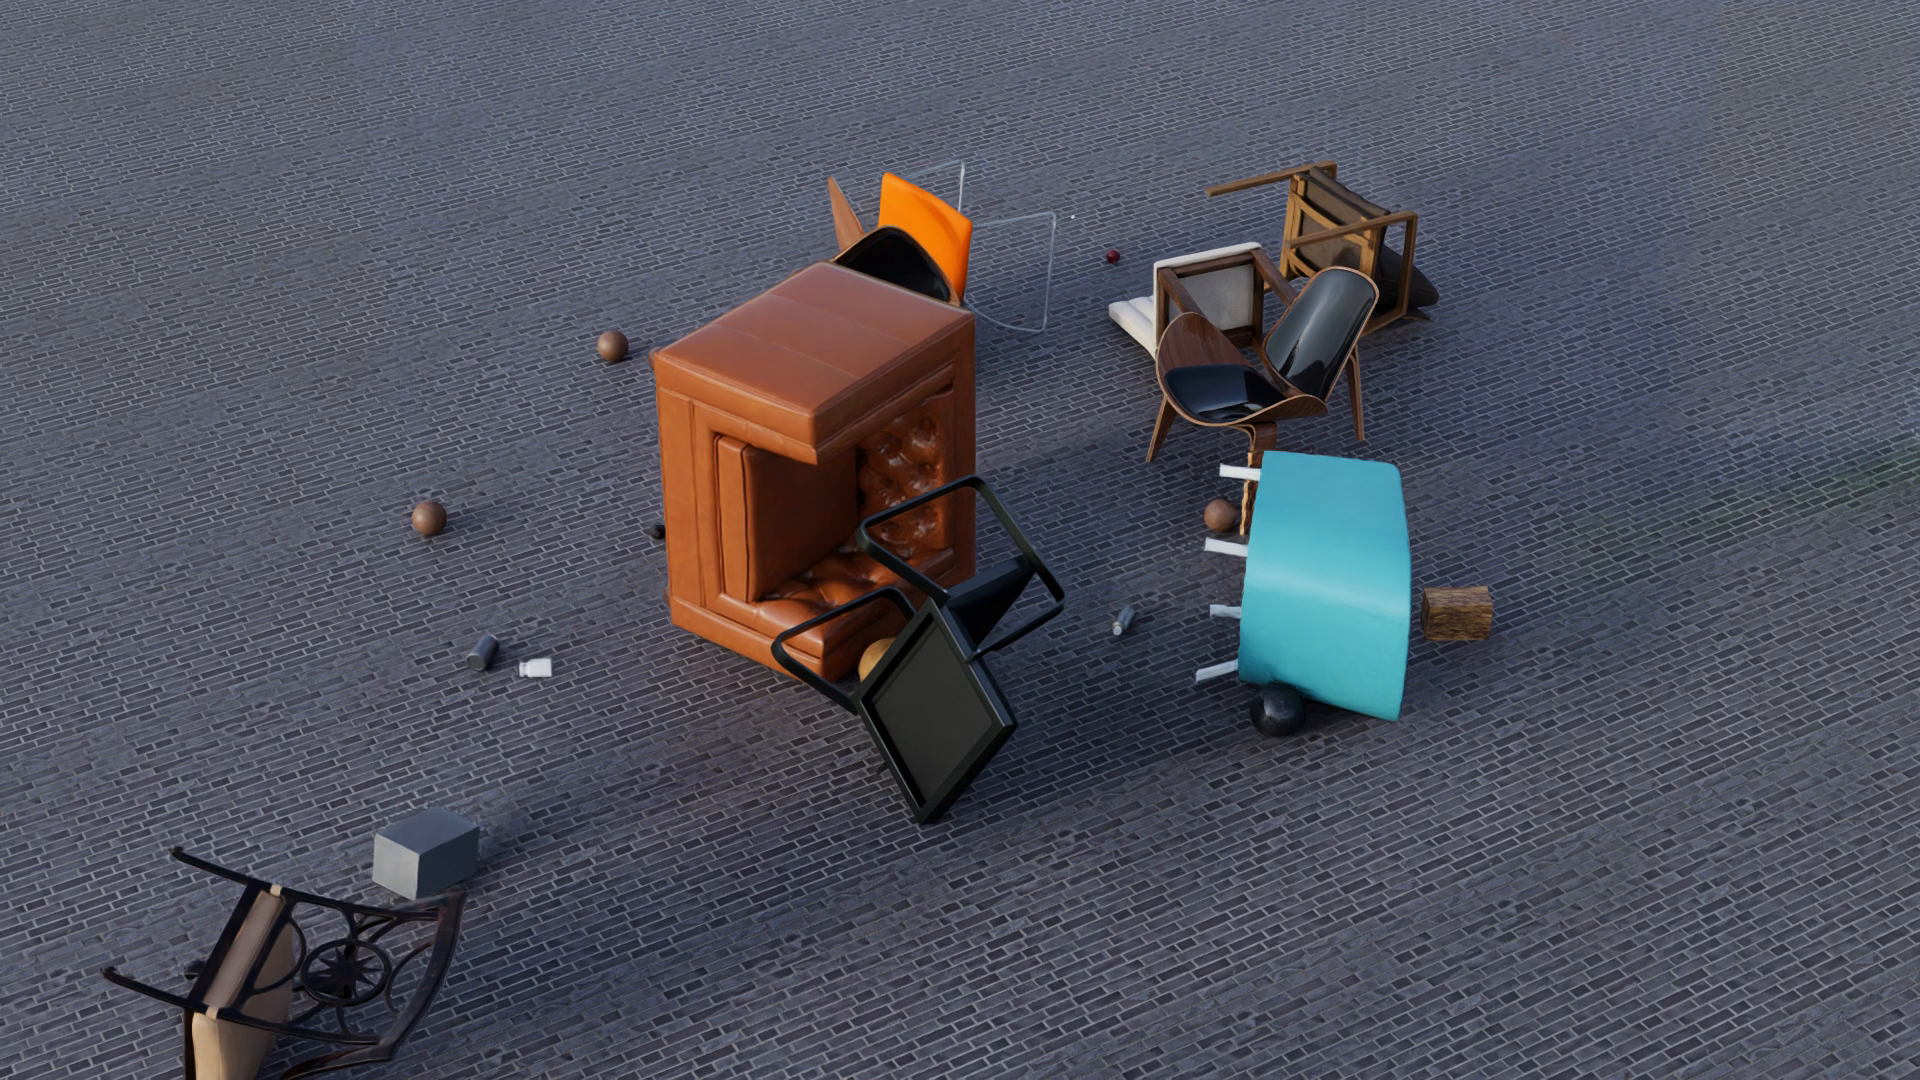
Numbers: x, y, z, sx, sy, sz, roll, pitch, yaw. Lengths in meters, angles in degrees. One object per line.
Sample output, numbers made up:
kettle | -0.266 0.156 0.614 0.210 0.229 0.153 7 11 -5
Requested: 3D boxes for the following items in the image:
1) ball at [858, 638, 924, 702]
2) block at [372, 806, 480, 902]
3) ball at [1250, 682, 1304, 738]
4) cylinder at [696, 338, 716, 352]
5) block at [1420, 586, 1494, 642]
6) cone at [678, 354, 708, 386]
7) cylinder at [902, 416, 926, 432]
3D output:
ball | -0.236 0.446 10.063 0.225 0.225 0.225 0 33 0
block | -1.682 0.987 9.240 0.185 0.170 0.271 21 26 28
ball | 1.071 0.575 9.903 0.185 0.185 0.185 0 33 0
cylinder | -1.048 -0.808 12.141 0.045 0.032 0.081 6 30 40
block | 1.763 0.262 10.411 0.224 0.150 0.119 -2 33 -3
cone | -1.116 -0.689 11.935 0.140 0.136 0.131 2 50 56
cylinder | -0.180 -0.459 11.591 0.056 0.047 0.091 17 16 23
